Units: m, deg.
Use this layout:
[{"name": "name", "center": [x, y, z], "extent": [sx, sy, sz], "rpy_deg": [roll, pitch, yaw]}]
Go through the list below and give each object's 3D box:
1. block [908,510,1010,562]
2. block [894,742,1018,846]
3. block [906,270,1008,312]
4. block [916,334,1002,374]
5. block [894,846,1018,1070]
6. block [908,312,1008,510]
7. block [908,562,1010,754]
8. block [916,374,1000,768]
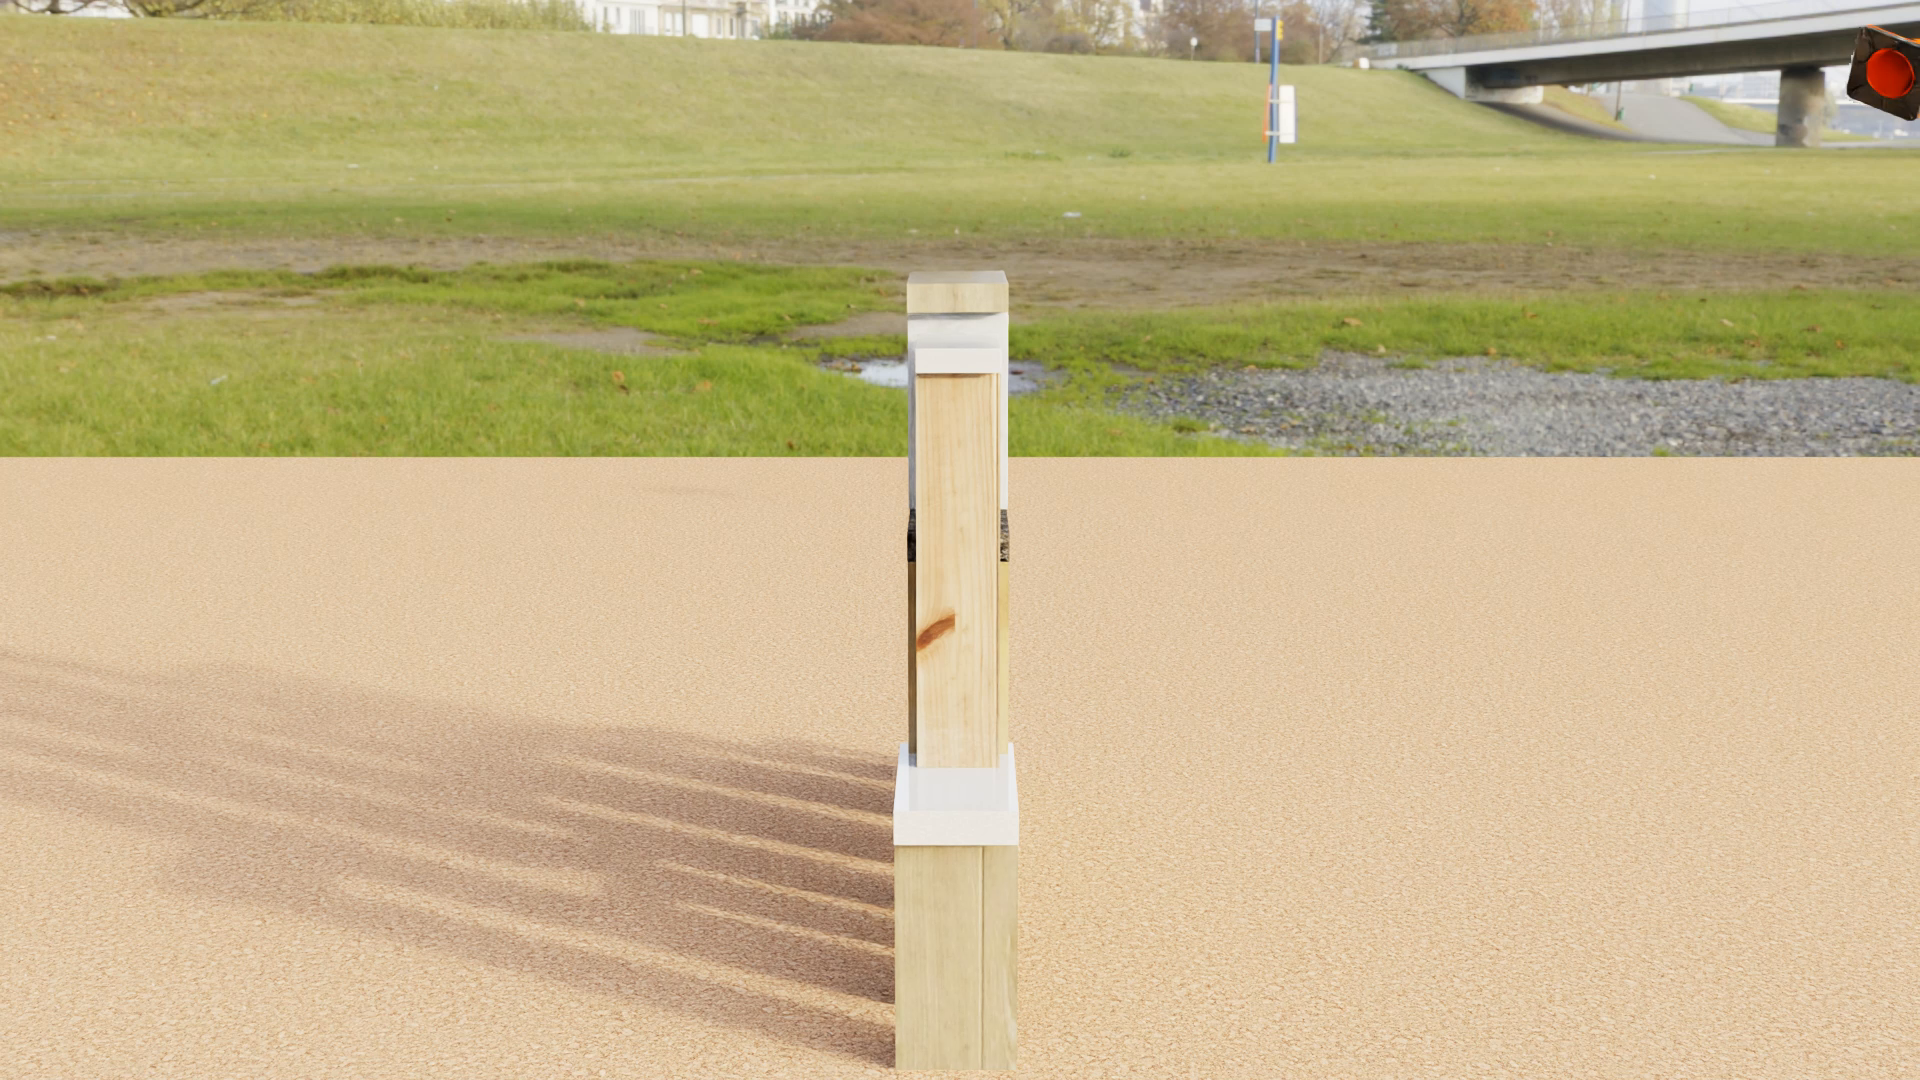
[{"name": "block", "center": [-0.003, -0.015, 3.202], "extent": [0.143, 0.040, 0.285], "rpy_deg": [0, 11, 0]}, {"name": "block", "center": [-0.005, 0.348, 3.046], "extent": [0.164, 0.047, 0.329], "rpy_deg": [0, 11, 0]}, {"name": "block", "center": [-0.004, -0.375, 3.314], "extent": [0.146, 0.041, 0.292], "rpy_deg": [0, 10, 0]}, {"name": "block", "center": [-0.003, -0.261, 3.064], "extent": [0.115, 0.033, 0.230], "rpy_deg": [0, 11, 0]}, {"name": "block", "center": [-0.005, 0.552, 2.972], "extent": [0.164, 0.329, 0.047], "rpy_deg": [0, 11, 0]}, {"name": "block", "center": [-0.003, -0.193, 3.248], "extent": [0.146, 0.292, 0.041], "rpy_deg": [0, 11, 0]}, {"name": "block", "center": [-0.002, 0.162, 3.139], "extent": [0.143, 0.285, 0.040], "rpy_deg": [0, 11, 0]}, {"name": "block", "center": [-0.002, 0.042, 3.042], "extent": [0.115, 0.556, 0.033], "rpy_deg": [0, 11, 0]}]
